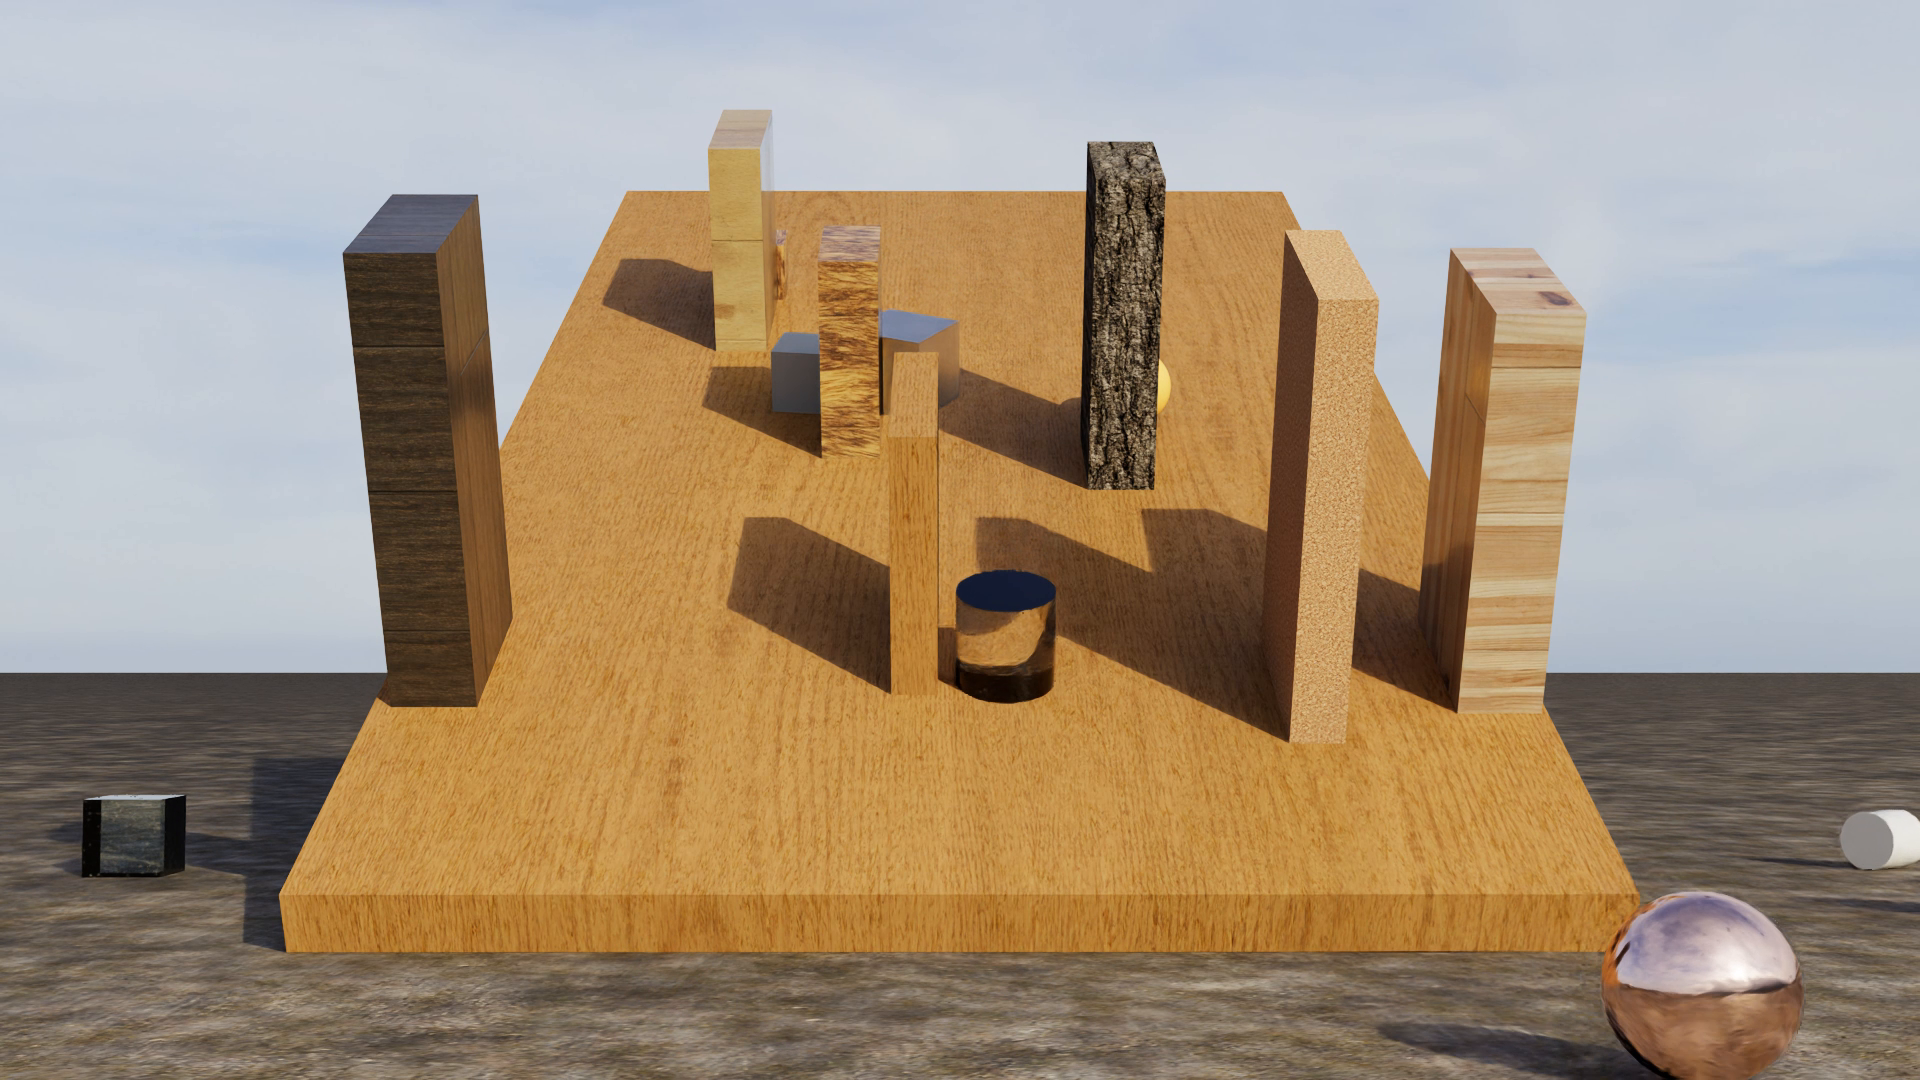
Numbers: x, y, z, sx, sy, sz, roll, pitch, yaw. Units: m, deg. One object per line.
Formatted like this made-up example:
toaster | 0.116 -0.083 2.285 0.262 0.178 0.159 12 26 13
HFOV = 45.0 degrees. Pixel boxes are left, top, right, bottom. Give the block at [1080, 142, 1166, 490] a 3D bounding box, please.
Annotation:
block | 0.338 -0.473 4.870 0.139 0.663 0.320 0 23 0

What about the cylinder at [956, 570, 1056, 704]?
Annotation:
cylinder | 0.079 0.166 4.008 0.172 0.172 0.172 0 23 0

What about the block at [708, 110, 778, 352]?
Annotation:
block | -0.536 -0.776 5.767 0.123 0.503 0.414 0 23 0

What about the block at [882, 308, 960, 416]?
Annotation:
block | -0.128 -0.402 5.305 0.186 0.186 0.186 12 26 26

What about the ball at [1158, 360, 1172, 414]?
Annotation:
ball | 0.388 -0.344 5.192 0.170 0.170 0.170 0 -3 0

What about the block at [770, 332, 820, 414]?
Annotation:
block | -0.346 -0.383 5.313 0.143 0.143 0.143 3 24 8

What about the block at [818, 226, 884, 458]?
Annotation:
block | -0.236 -0.433 5.053 0.125 0.443 0.276 0 23 0

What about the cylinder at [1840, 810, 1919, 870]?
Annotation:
cylinder | 1.939 0.629 4.868 0.122 0.122 0.122 2 -4 -38

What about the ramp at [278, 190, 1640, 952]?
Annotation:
ramp | -0.008 -0.227 5.259 2.000 0.100 4.000 0 23 0

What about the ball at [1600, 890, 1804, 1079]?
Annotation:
ball | 0.752 0.455 2.354 0.197 0.197 0.197 0 -3 0

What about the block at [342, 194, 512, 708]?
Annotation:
block | -0.896 -0.153 3.949 0.146 0.800 0.354 0 23 0

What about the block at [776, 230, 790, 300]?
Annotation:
block | -0.530 -0.724 6.095 0.148 0.148 0.148 0 23 0

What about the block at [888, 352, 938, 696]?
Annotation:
block | -0.079 -0.037 4.095 0.080 0.475 0.432 0 23 0

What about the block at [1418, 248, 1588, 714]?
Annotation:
block | 0.916 -0.104 3.961 0.143 0.710 0.368 0 23 0

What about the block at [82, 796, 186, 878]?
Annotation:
block | -1.689 0.605 4.743 0.156 0.156 0.156 0 -3 -1

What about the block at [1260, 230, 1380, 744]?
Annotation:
block | 0.591 -0.092 3.859 0.093 0.766 0.387 0 23 0
